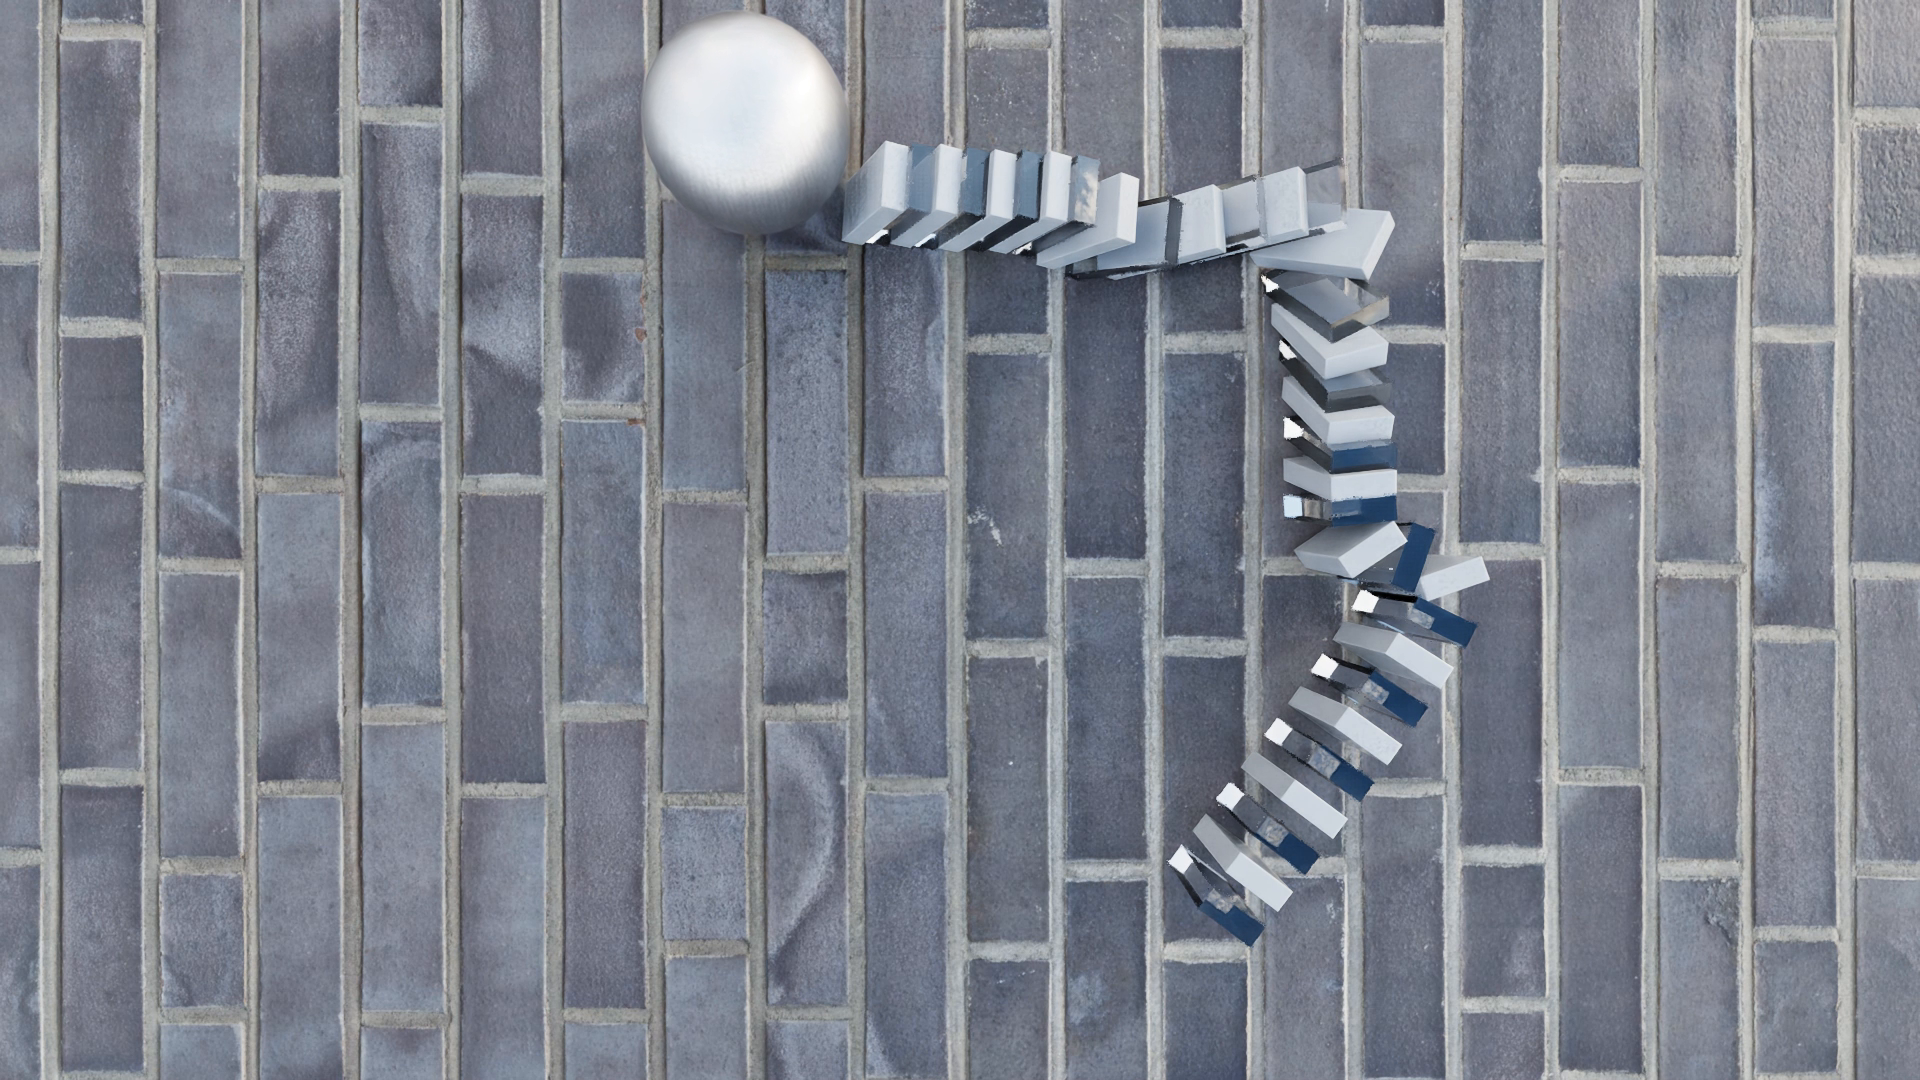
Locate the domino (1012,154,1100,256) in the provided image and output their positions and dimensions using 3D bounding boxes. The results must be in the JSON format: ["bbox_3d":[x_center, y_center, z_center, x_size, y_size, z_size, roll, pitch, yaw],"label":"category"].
[{"bbox_3d":[0.038,-0.136,0.375,0.009,0.050,0.025,4,90,-26],"label":"domino"}]

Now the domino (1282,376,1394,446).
[{"bbox_3d":[0.154,-0.055,0.376,0.025,0.050,0.009,-6,121,0],"label":"domino"}]

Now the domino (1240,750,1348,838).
[{"bbox_3d":[0.135,0.103,0.375,0.025,0.050,0.010,37,90,0],"label":"domino"}]

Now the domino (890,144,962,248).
[{"bbox_3d":[-0.015,-0.140,0.375,0.010,0.050,0.025,4,90,-25],"label":"domino"}]

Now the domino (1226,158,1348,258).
[{"bbox_3d":[0.133,-0.137,0.380,0.050,0.010,0.025,-4,86,38],"label":"domino"}]

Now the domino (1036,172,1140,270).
[{"bbox_3d":[0.051,-0.130,0.377,0.009,0.050,0.025,4,90,-34],"label":"domino"}]

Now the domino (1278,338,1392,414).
[{"bbox_3d":[0.153,-0.070,0.377,0.025,0.050,0.010,-9,126,0],"label":"domino"}]

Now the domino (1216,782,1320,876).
[{"bbox_3d":[0.125,0.117,0.375,0.025,0.050,0.010,37,90,0],"label":"domino"}]

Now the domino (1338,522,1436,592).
[{"bbox_3d":[0.173,0.007,0.375,0.010,0.050,0.025,19,90,0],"label":"domino"}]

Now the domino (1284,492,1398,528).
[{"bbox_3d":[0.154,-0.013,0.375,0.025,0.050,0.009,-6,96,0],"label":"domino"}]

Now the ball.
[{"bbox_3d":[-0.083,-0.162,0.360,0.080,0.080,0.080,0,90,0],"label":"ball"}]

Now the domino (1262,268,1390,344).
[{"bbox_3d":[0.150,-0.101,0.378,0.025,0.050,0.009,-26,132,0],"label":"domino"}]

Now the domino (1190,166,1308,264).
[{"bbox_3d":[0.117,-0.134,0.380,0.050,0.009,0.025,-4,86,37],"label":"domino"}]

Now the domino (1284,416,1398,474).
[{"bbox_3d":[0.155,-0.041,0.375,0.025,0.050,0.009,-6,113,0],"label":"domino"}]

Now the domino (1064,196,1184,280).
[{"bbox_3d":[0.067,-0.124,0.378,0.010,0.050,0.025,3,93,-44],"label":"domino"}]

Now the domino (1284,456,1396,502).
[{"bbox_3d":[0.154,-0.026,0.375,0.025,0.050,0.009,-6,103,0],"label":"domino"}]

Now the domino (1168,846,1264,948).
[{"bbox_3d":[0.104,0.145,0.375,0.025,0.050,0.010,37,90,0],"label":"domino"}]

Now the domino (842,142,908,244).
[{"bbox_3d":[-0.035,-0.141,0.375,0.009,0.050,0.025,4,90,-25],"label":"domino"}]

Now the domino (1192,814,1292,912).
[{"bbox_3d":[0.114,0.131,0.375,0.025,0.050,0.010,37,90,0],"label":"domino"}]

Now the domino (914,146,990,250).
[{"bbox_3d":[-0.004,-0.139,0.375,0.010,0.050,0.025,4,90,-25],"label":"domino"}]

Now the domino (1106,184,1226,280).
[{"bbox_3d":[0.084,-0.127,0.381,0.050,0.010,0.025,-4,90,37],"label":"domino"}]

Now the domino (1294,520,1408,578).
[{"bbox_3d":[0.158,0.002,0.374,0.025,0.050,0.010,-35,92,2],"label":"domino"}]

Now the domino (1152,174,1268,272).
[{"bbox_3d":[0.101,-0.131,0.381,0.050,0.010,0.025,-5,88,37],"label":"domino"}]

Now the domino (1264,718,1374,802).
[{"bbox_3d":[0.146,0.089,0.375,0.025,0.050,0.010,36,90,0],"label":"domino"}]

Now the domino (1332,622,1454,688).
[{"bbox_3d":[0.176,0.046,0.375,0.025,0.050,0.009,32,90,0],"label":"domino"}]

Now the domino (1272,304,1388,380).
[{"bbox_3d":[0.151,-0.085,0.378,0.025,0.050,0.010,-15,130,0],"label":"domino"}]

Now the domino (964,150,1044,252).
[{"bbox_3d":[0.017,-0.137,0.375,0.009,0.050,0.025,4,90,-25],"label":"domino"}]

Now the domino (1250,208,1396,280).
[{"bbox_3d":[0.149,-0.124,0.380,0.050,0.010,0.025,25,89,42],"label":"domino"}]

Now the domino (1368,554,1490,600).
[{"bbox_3d":[0.189,0.015,0.375,0.025,0.050,0.010,-19,90,0],"label":"domino"}]

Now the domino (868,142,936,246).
[{"bbox_3d":[-0.025,-0.140,0.375,0.009,0.050,0.025,4,90,-25],"label":"domino"}]

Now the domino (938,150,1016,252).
[{"bbox_3d":[0.006,-0.138,0.375,0.010,0.050,0.025,4,90,-25],"label":"domino"}]

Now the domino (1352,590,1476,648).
[{"bbox_3d":[0.184,0.031,0.375,0.025,0.050,0.009,26,90,0],"label":"domino"}]

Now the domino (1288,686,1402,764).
[{"bbox_3d":[0.156,0.075,0.375,0.025,0.050,0.009,36,90,0],"label":"domino"}]

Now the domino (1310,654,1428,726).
[{"bbox_3d":[0.166,0.061,0.375,0.025,0.050,0.010,35,90,0],"label":"domino"}]

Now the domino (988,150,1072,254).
[{"bbox_3d":[0.027,-0.137,0.375,0.010,0.050,0.025,4,90,-25],"label":"domino"}]
